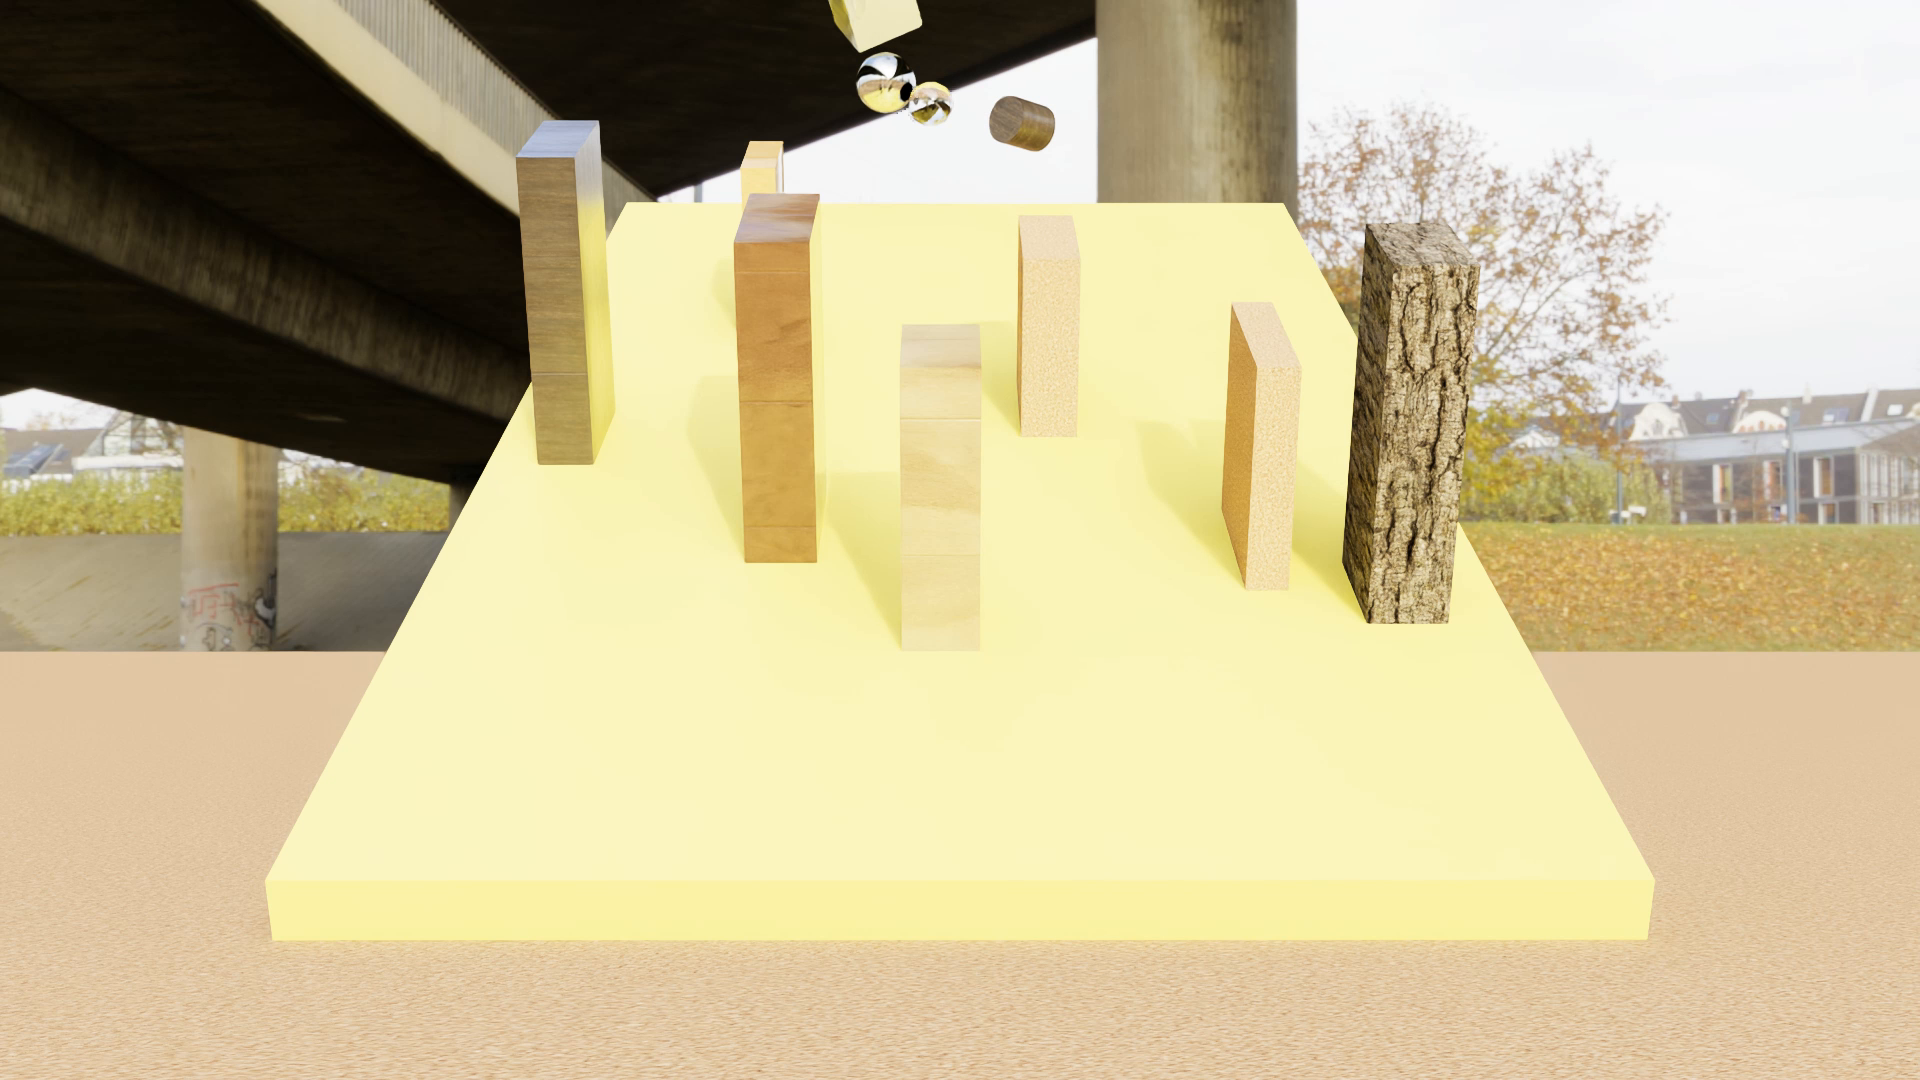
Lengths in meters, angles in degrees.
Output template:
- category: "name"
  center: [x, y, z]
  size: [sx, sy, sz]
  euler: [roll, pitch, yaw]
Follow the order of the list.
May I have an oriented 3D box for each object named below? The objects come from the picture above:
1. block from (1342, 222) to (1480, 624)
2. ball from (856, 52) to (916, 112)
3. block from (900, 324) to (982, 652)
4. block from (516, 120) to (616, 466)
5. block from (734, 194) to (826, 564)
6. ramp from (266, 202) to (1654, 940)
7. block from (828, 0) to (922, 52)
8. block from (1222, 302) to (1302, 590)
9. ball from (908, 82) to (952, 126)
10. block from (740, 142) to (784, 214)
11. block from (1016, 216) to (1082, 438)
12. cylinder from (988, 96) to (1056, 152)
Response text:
- category: "block"
  center: [0.806, -0.210, 4.147]
  size: [0.147, 0.665, 0.285]
  euler: [0, 22, 0]
- category: "ball"
  center: [-0.211, -1.297, 6.523]
  size: [0.169, 0.169, 0.169]
  euler: [0, -3, 0]
- category: "block"
  center: [-0.033, -0.093, 4.045]
  size: [0.137, 0.521, 0.247]
  euler: [0, 22, 0]
- category: "block"
  center: [-0.838, -0.532, 4.926]
  size: [0.119, 0.662, 0.349]
  euler: [0, 22, 0]
- category: "block"
  center: [-0.342, -0.317, 4.450]
  size: [0.138, 0.628, 0.373]
  euler: [0, 22, 0]
- category: "ramp"
  center: [-0.007, -0.222, 5.180]
  size: [2.000, 0.100, 4.000]
  euler: [0, 22, 0]
- category: "block"
  center: [-0.263, -1.597, 6.736]
  size: [0.206, 0.206, 0.206]
  euler: [-25, 43, -8]
- category: "block"
  center: [0.571, -0.186, 4.388]
  size: [0.080, 0.435, 0.415]
  euler: [0, 22, 0]
- category: "ball"
  center: [-0.083, -1.230, 6.493]
  size: [0.125, 0.125, 0.125]
  euler: [0, -3, 0]
- category: "block"
  center: [-0.481, -0.727, 5.680]
  size: [0.082, 0.454, 0.288]
  euler: [0, 22, 0]
- category: "block"
  center: [0.195, -0.484, 5.156]
  size: [0.123, 0.403, 0.377]
  euler: [0, 22, 0]
- category: "cylinder"
  center: [0.188, -1.260, 6.966]
  size: [0.144, 0.144, 0.144]
  euler: [-3, -6, 45]
